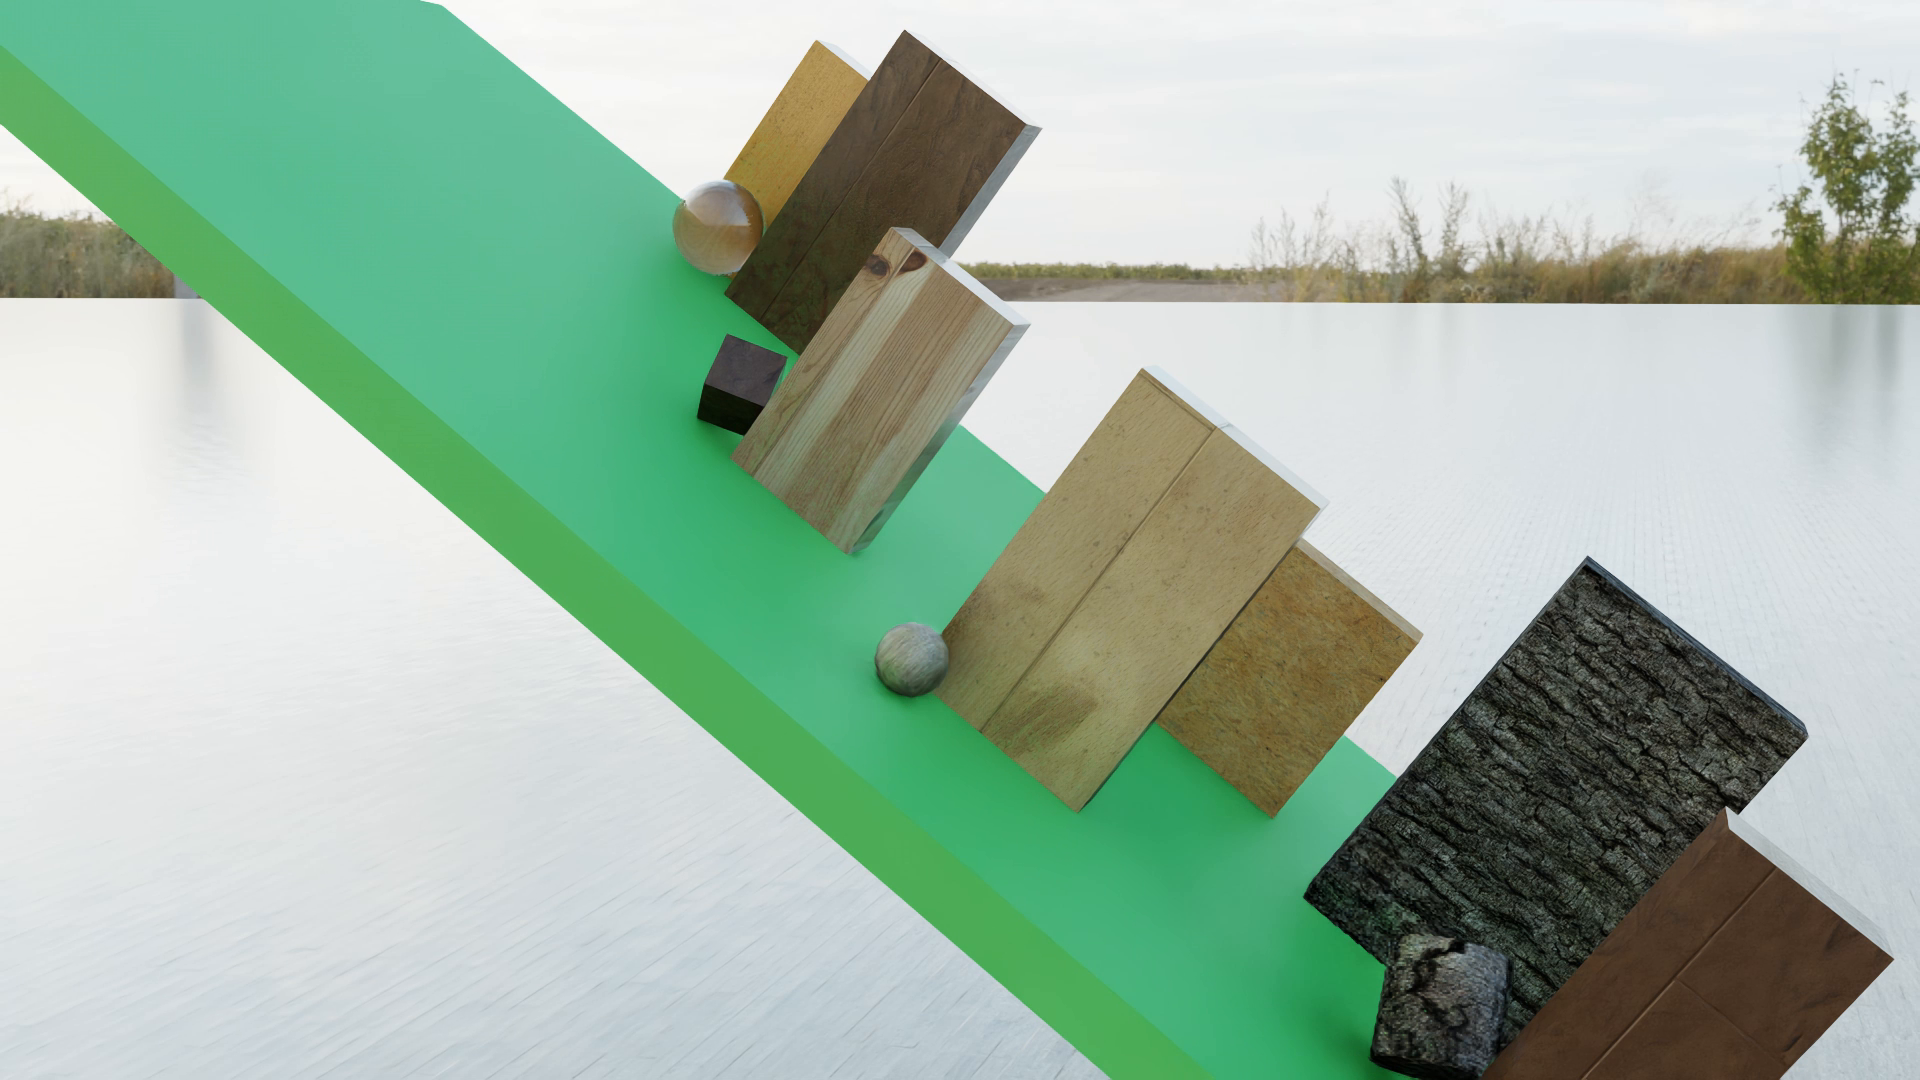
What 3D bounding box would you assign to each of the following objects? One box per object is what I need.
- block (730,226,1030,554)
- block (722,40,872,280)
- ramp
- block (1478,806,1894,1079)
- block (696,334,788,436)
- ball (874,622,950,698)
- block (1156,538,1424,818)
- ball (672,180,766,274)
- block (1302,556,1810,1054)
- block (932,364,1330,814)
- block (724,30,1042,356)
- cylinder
[{"bbox_3d":[-0.140,-0.258,3.811,0.272,0.498,0.111,39,16,9],"label":"block"},{"bbox_3d":[-0.307,-0.767,4.841,0.364,0.535,0.128,39,16,9],"label":"block"},{"bbox_3d":[-0.050,0.109,4.063,4.000,0.100,2.000,39,16,9],"label":"ramp"},{"bbox_3d":[0.886,0.701,2.905,0.251,0.690,0.126,39,16,9],"label":"block"},{"bbox_3d":[-0.387,-0.270,3.900,0.115,0.115,0.115,21,-31,-2],"label":"block"},{"bbox_3d":[-0.074,0.185,3.398,0.115,0.115,0.115,0,7,0],"label":"ball"},{"bbox_3d":[0.590,0.241,4.077,0.329,0.426,0.109,39,16,9],"label":"block"},{"bbox_3d":[-0.518,-0.674,4.740,0.203,0.203,0.203,0,7,0],"label":"ball"},{"bbox_3d":[0.992,0.459,3.712,0.442,0.749,0.119,39,16,9],"label":"block"},{"bbox_3d":[0.246,0.078,3.455,0.345,0.619,0.109,39,16,9],"label":"block"},{"bbox_3d":[-0.167,-0.696,4.665,0.330,0.682,0.130,39,16,9],"label":"block"},{"bbox_3d":[0.725,0.709,3.308,0.185,0.185,0.185,13,-19,5],"label":"cylinder"}]
